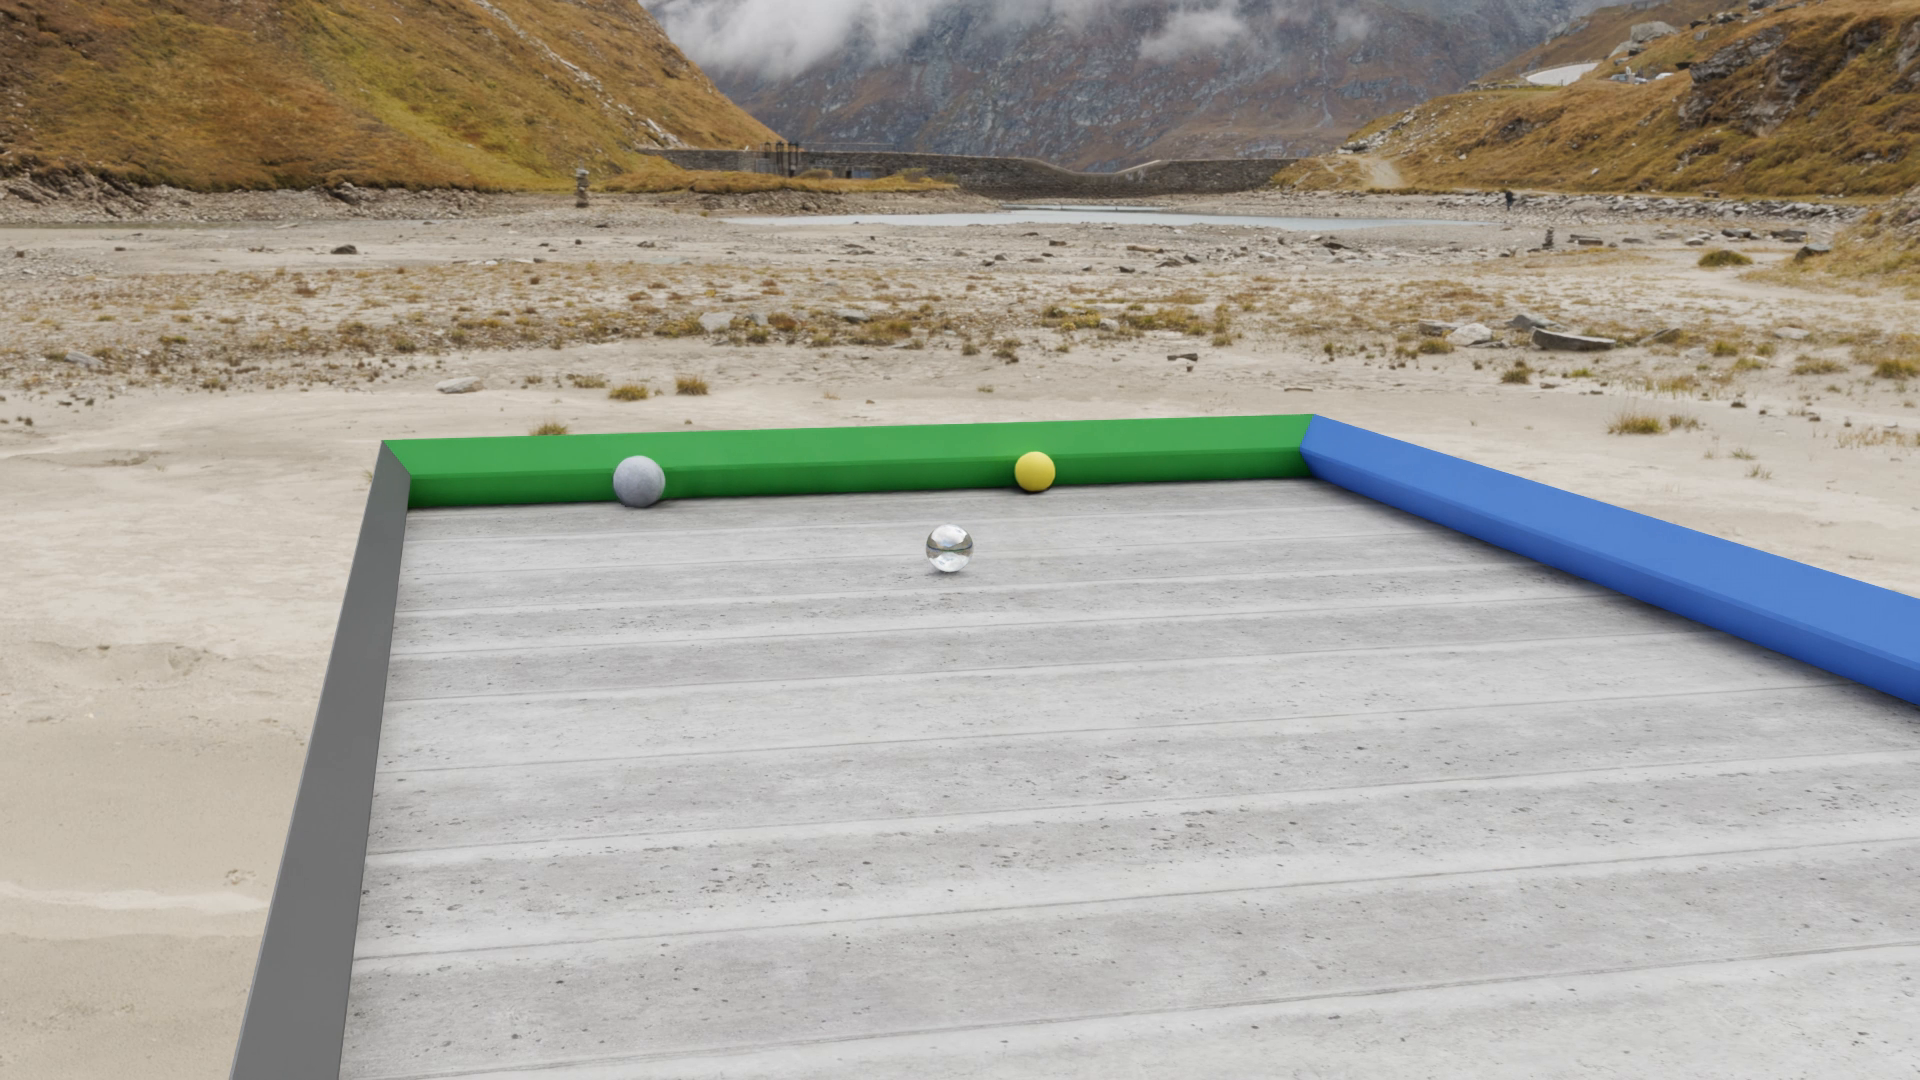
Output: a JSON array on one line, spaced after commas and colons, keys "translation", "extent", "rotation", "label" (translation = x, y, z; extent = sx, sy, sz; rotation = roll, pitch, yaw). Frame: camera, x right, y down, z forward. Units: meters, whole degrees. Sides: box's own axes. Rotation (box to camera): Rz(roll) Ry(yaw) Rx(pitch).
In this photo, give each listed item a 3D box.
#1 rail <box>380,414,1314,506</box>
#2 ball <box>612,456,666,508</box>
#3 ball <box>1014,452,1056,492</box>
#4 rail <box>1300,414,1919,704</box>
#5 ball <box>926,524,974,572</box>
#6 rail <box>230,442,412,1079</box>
[{"translation": [-0.149, -0.135, 3.745], "extent": [1.619, 0.110, 0.045], "rotation": [-2, 10, -13], "label": "rail"}, {"translation": [-0.525, -0.095, 3.599], "extent": [0.085, 0.085, 0.085], "rotation": [0, 10, 0], "label": "ball"}, {"translation": [0.128, -0.116, 3.758], "extent": [0.070, 0.070, 0.070], "rotation": [0, 10, 0], "label": "ball"}, {"translation": [0.920, 0.066, 2.611], "extent": [0.045, 0.110, 2.769], "rotation": [-2, 10, -13], "label": "rail"}, {"translation": [-0.014, 0.011, 3.049], "extent": [0.067, 0.067, 0.067], "rotation": [0, 10, 0], "label": "ball"}, {"translation": [-0.612, 0.127, 2.267], "extent": [0.045, 0.110, 2.769], "rotation": [-2, 10, -13], "label": "rail"}]
